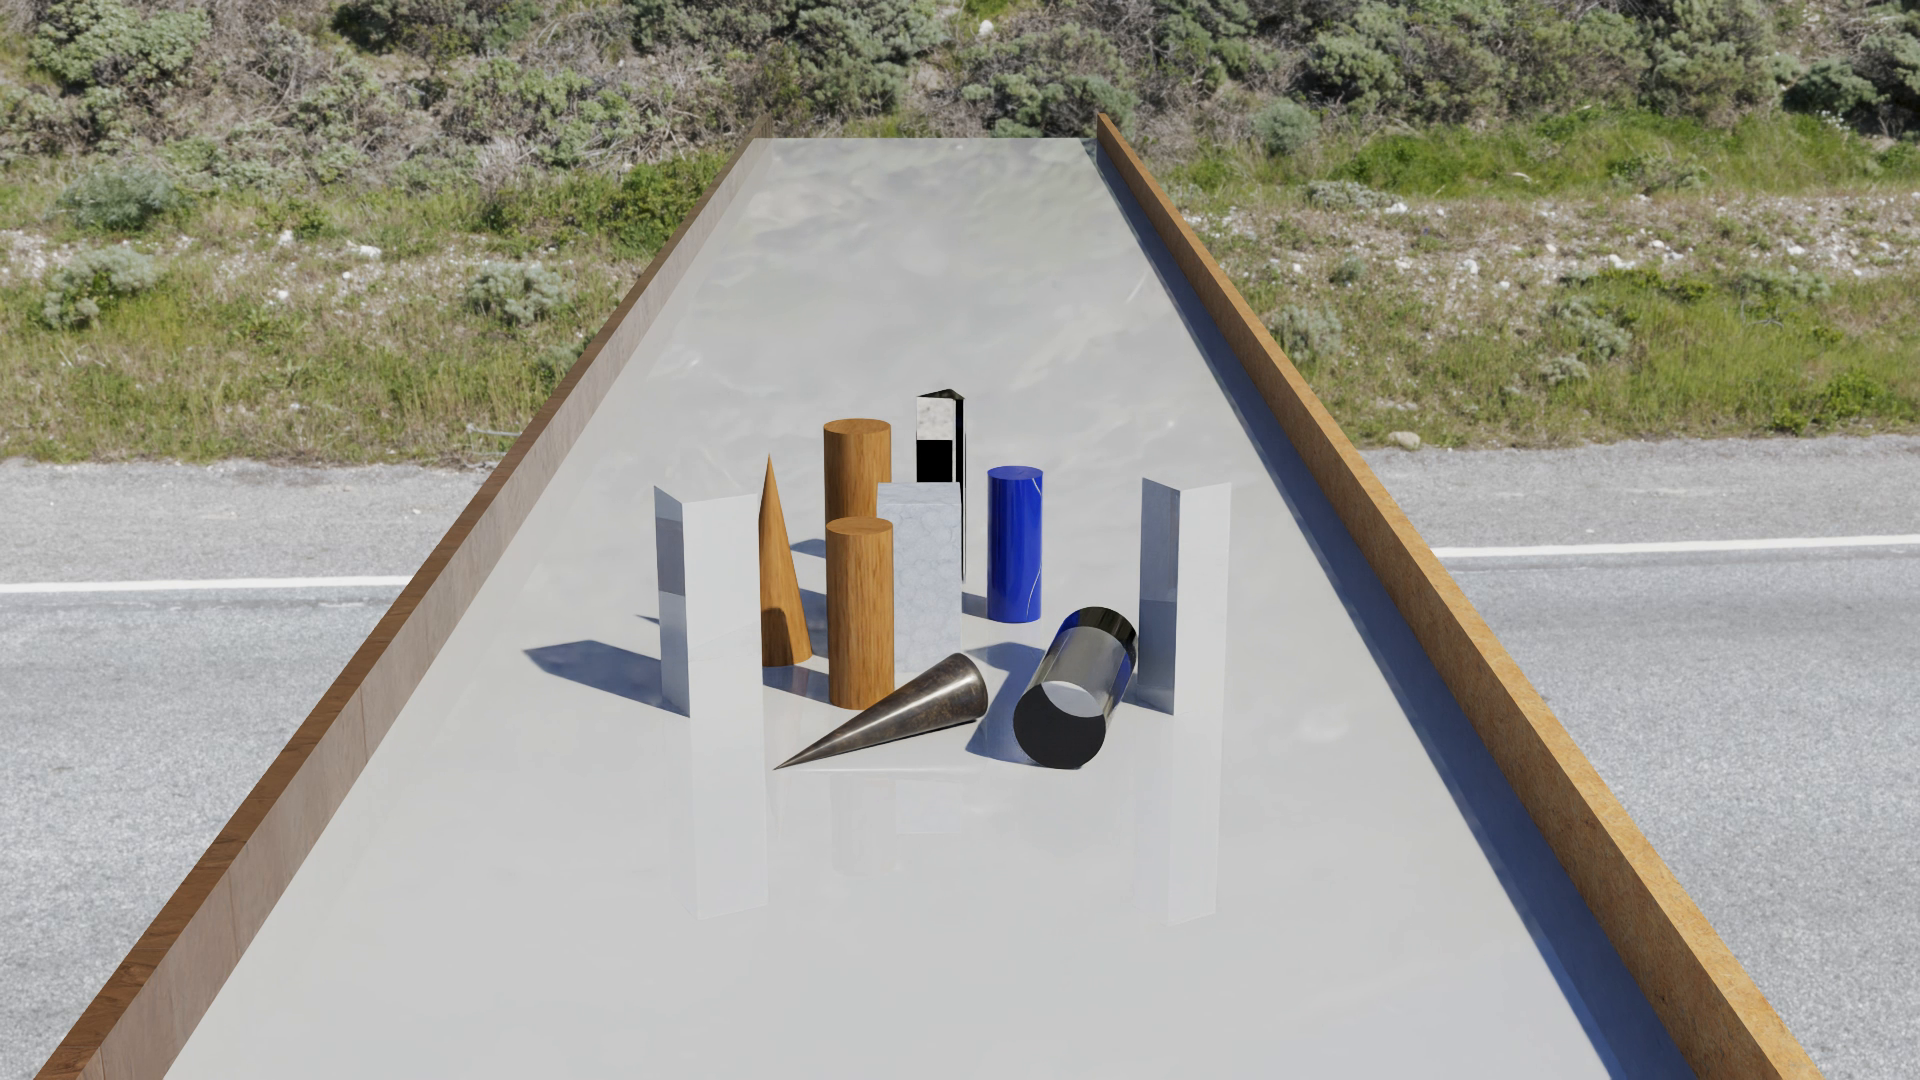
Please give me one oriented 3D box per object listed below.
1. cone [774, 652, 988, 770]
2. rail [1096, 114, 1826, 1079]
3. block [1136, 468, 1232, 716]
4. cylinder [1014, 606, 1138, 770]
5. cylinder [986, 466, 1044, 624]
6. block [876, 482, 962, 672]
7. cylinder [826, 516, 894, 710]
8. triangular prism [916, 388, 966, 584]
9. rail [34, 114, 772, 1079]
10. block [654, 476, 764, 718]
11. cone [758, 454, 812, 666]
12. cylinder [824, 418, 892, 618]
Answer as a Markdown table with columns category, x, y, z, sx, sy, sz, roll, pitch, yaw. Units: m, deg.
| category | x | y | z | sx | sy | sz | roll | pitch | yaw |
| --- | --- | --- | --- | --- | --- | --- | --- | --- | --- |
| cone | -0.160 | 0.338 | 3.977 | 0.434 | 0.129 | 0.129 | -21 | 25 | -31 |
| rail | 0.932 | -0.844 | 7.801 | 0.050 | 0.150 | 12.000 | 0 | 17 | -1 |
| block | 0.420 | 0.097 | 4.135 | 0.117 | 0.436 | 0.117 | -10 | 19 | -30 |
| cylinder | 0.219 | 0.265 | 4.045 | 0.165 | 0.165 | 0.424 | 4 | 17 | 12 |
| cylinder | 0.115 | 0.009 | 4.645 | 0.118 | 0.314 | 0.118 | 0 | 17 | 0 |
| block | -0.081 | 0.074 | 4.374 | 0.164 | 0.345 | 0.164 | 0 | 17 | -1 |
| cylinder | -0.187 | 0.138 | 4.157 | 0.125 | 0.345 | 0.125 | 0 | 17 | 0 |
| triangular prism | -0.032 | -0.121 | 4.894 | 0.110 | 0.421 | 0.095 | 4 | 17 | 12 |
| rail | -1.118 | -0.838 | 7.780 | 0.050 | 0.150 | 12.000 | 0 | 17 | -1 |
| block | -0.473 | 0.105 | 4.143 | 0.147 | 0.416 | 0.147 | -9 | 19 | -27 |
| cone | -0.376 | 0.028 | 4.391 | 0.155 | 0.422 | 0.155 | 0 | 17 | 0 |
| cylinder | -0.213 | -0.037 | 4.619 | 0.140 | 0.417 | 0.140 | 0 | 17 | 0 |
